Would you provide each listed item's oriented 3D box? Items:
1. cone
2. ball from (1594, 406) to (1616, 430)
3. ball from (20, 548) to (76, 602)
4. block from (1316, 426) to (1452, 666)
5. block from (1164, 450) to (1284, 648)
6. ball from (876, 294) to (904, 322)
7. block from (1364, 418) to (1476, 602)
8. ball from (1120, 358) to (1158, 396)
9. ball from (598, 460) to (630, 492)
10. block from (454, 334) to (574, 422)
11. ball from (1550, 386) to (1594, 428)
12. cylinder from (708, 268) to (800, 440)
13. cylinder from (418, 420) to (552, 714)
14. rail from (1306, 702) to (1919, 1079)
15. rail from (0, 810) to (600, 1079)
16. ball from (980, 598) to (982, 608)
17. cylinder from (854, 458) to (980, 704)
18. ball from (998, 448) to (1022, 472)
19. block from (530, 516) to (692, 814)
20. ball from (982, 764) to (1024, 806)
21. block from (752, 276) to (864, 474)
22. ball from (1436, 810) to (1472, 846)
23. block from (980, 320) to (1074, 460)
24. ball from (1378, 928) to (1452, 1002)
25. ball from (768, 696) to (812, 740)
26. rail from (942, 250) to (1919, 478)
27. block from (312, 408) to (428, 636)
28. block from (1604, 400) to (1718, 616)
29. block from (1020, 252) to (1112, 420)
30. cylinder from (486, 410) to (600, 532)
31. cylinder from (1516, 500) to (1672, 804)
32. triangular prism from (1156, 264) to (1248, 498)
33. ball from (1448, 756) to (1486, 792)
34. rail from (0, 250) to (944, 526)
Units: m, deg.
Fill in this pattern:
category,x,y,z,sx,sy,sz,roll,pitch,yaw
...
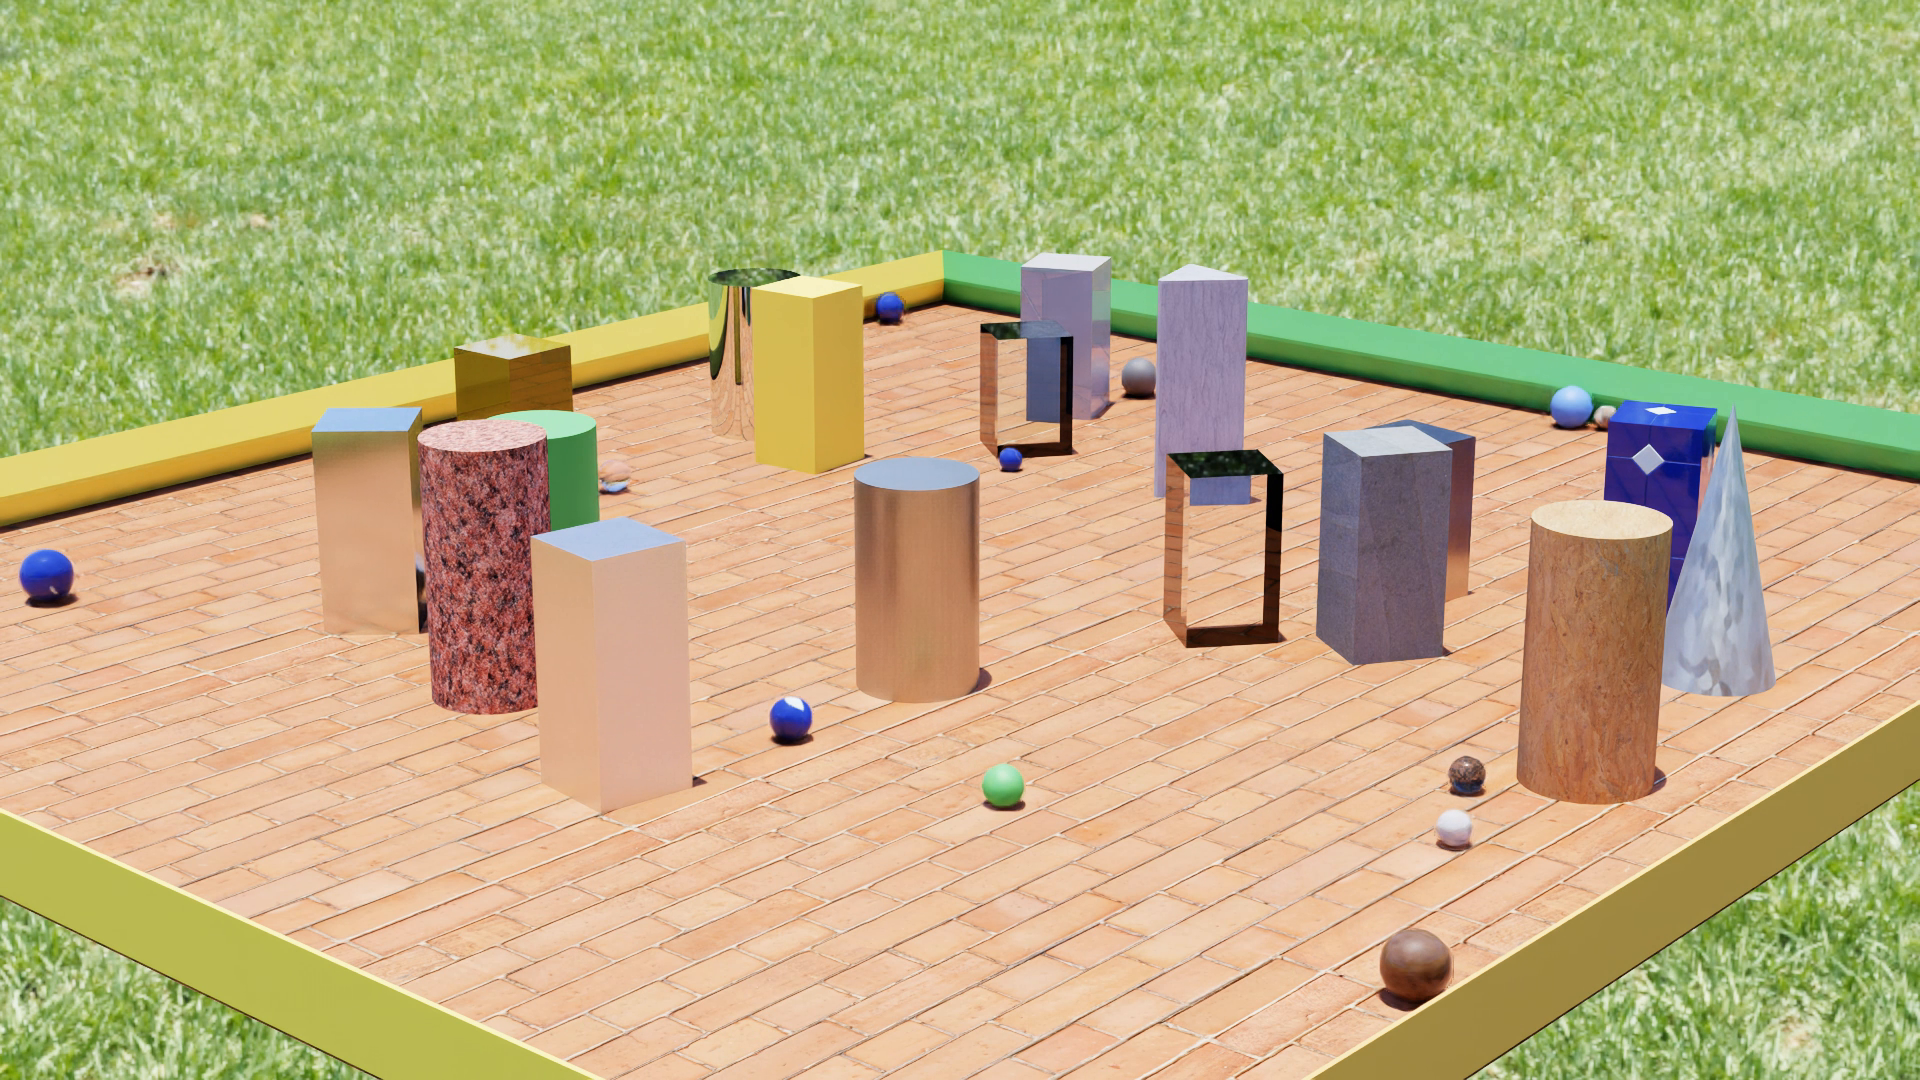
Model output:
category,x,y,z,sx,sy,sz,roll,pitch,yaw
cone,1.213,0.001,4.660,0.198,0.457,0.198,0,17,0
ball,1.371,-0.260,6.223,0.053,0.053,0.053,0,17,0
ball,-1.584,0.062,5.088,0.092,0.092,0.092,0,17,0
block,0.694,0.008,4.816,0.158,0.352,0.158,-5,17,-15
block,0.438,0.013,4.901,0.158,0.293,0.158,-3,17,-10
ball,-0.173,-0.570,7.222,0.071,0.071,0.071,0,17,0
block,0.777,-0.044,5.101,0.158,0.287,0.158,-13,21,-37
ball,0.399,-0.361,6.503,0.085,0.085,0.085,0,17,0
ball,-0.680,-0.127,5.765,0.063,0.063,0.063,0,17,0
block,-0.862,-0.229,5.689,0.158,0.302,0.158,14,21,38
ball,1.301,-0.283,6.238,0.089,0.089,0.089,0,17,0
cylinder,-0.430,-0.393,6.189,0.198,0.328,0.198,0,17,0
cylinder,-0.737,0.041,4.585,0.198,0.423,0.198,0,17,0
rail,1.222,0.338,4.104,0.045,0.128,3.646,14,22,39
rail,-1.180,0.424,3.819,3.285,0.128,0.045,14,22,39
ball,-0.005,0.107,4.956,0.082,0.082,0.082,0,17,0
cylinder,-0.068,0.062,4.646,0.198,0.347,0.198,0,17,0
ball,0.102,-0.163,5.910,0.048,0.048,0.048,0,17,0
block,-0.500,0.177,4.215,0.158,0.375,0.158,-14,21,-38
ball,0.062,0.350,4.185,0.061,0.061,0.061,0,17,0
block,-0.307,-0.336,5.942,0.158,0.361,0.158,12,21,35
ball,0.682,0.397,4.048,0.051,0.051,0.051,0,17,0
block,0.136,-0.311,6.052,0.158,0.250,0.158,-4,17,-12
ball,0.556,0.519,3.578,0.089,0.089,0.089,0,17,0
ball,-0.257,0.270,4.441,0.066,0.066,0.066,0,17,0
rail,1.180,-0.360,6.421,3.285,0.128,0.045,14,22,39
block,-0.990,-0.032,4.947,0.158,0.354,0.158,0,17,-2
block,1.199,-0.053,5.045,0.158,0.336,0.158,7,18,21
block,0.229,-0.442,6.353,0.158,0.327,0.158,5,18,17
cylinder,-0.709,-0.030,4.961,0.198,0.341,0.198,0,17,0
cylinder,0.914,0.160,4.232,0.198,0.397,0.198,0,17,0
triangular prism,0.459,-0.313,5.743,0.171,0.432,0.148,-2,17,-5
ball,0.732,0.339,4.236,0.053,0.053,0.053,0,17,0
rail,-1.222,-0.274,6.136,0.045,0.128,3.646,14,22,39
